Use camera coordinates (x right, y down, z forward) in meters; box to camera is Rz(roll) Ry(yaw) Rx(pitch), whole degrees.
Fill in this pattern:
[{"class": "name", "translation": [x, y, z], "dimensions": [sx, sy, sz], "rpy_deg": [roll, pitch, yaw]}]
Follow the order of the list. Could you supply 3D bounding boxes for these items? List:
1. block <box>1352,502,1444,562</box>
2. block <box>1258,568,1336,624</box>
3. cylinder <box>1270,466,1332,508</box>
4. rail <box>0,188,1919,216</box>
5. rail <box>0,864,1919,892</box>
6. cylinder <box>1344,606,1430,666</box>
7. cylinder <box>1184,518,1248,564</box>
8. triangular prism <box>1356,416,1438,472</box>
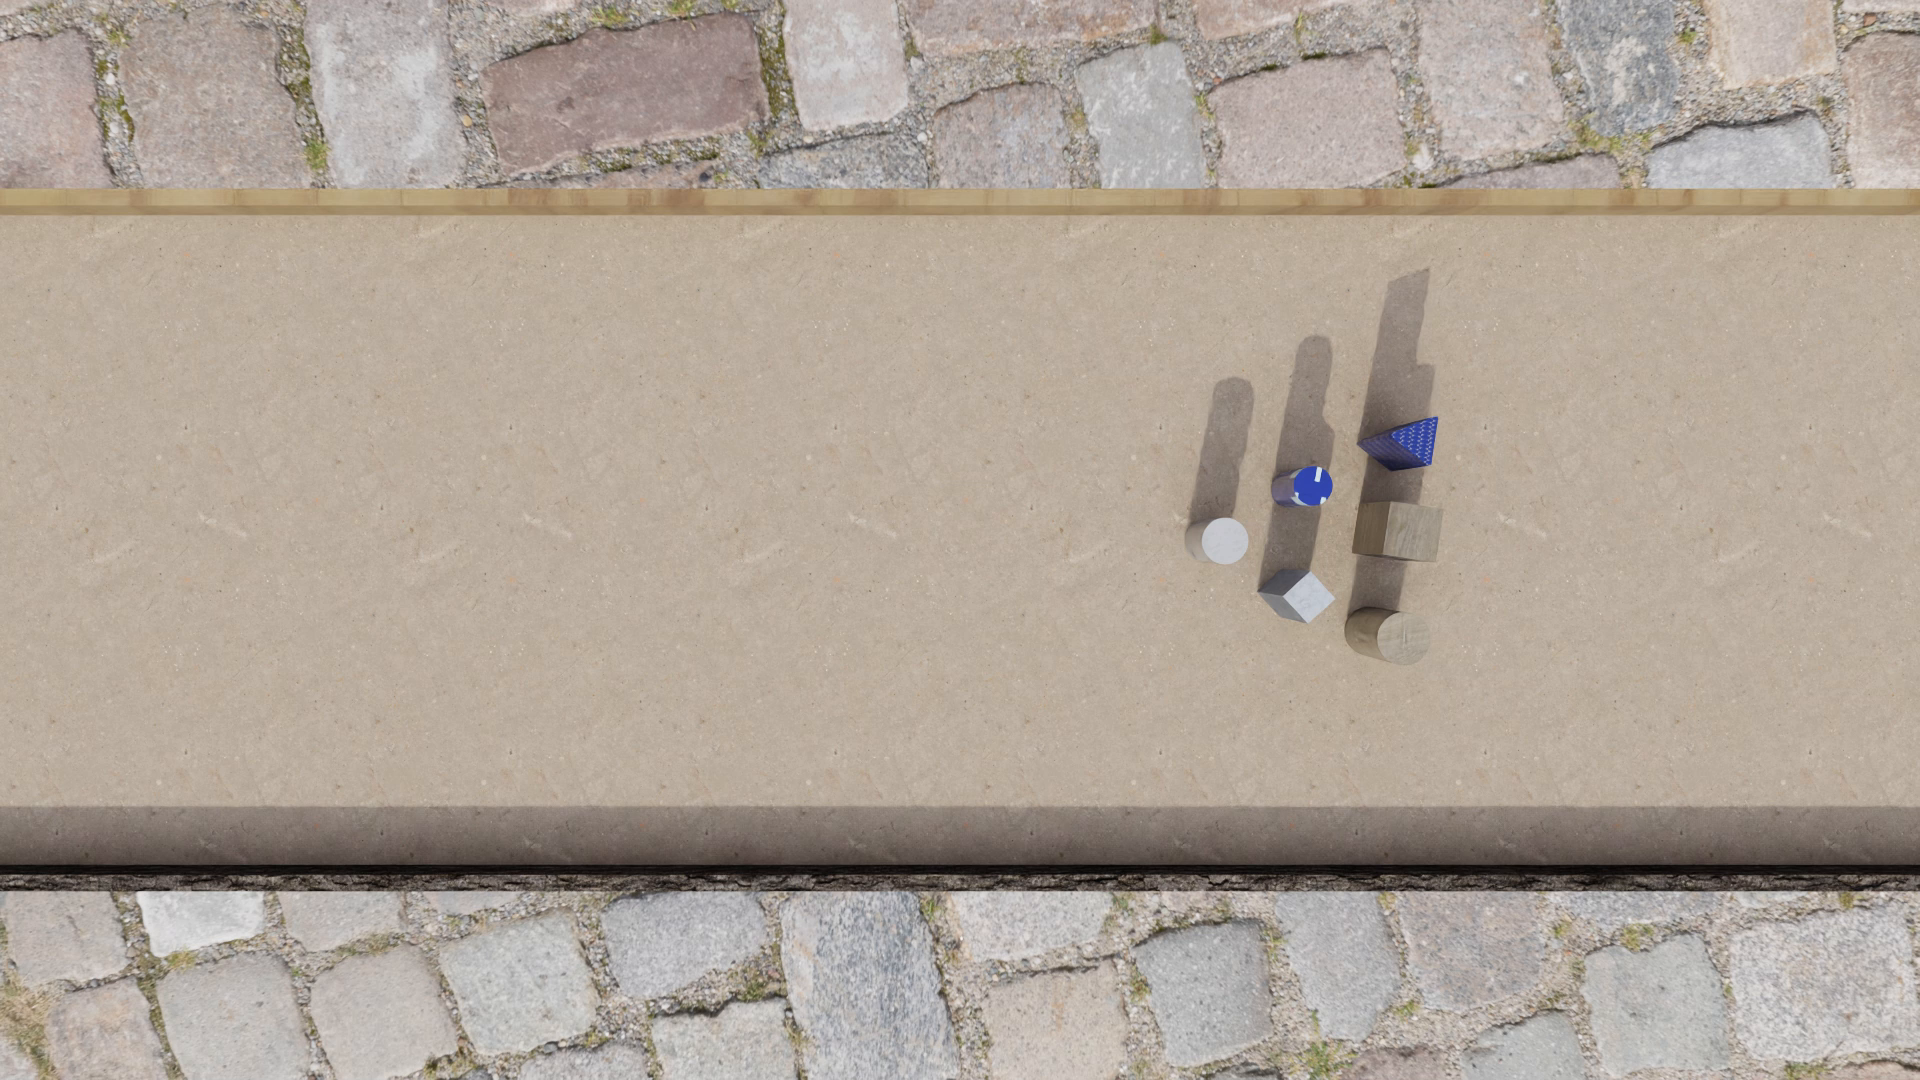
[{"class": "block", "translation": [1.292, -0.023, 4.889], "dimensions": [0.153, 0.374, 0.153], "rpy_deg": [9, 90, 0]}, {"class": "block", "translation": [0.988, 0.162, 4.871], "dimensions": [0.106, 0.411, 0.106], "rpy_deg": [-42, 90, 0]}, {"class": "cylinder", "translation": [1.013, -0.155, 4.902], "dimensions": [0.112, 0.348, 0.112], "rpy_deg": [0, 90, 0]}, {"class": "rail", "translation": [-2.247, -1.025, 5.002], "dimensions": [12.000, 0.150, 0.050], "rpy_deg": [0, 90, 0]}, {"class": "rail", "translation": [-2.247, 1.025, 5.001], "dimensions": [12.000, 0.150, 0.050], "rpy_deg": [0, 90, 0]}, {"class": "cylinder", "translation": [1.259, 0.280, 4.877], "dimensions": [0.152, 0.399, 0.152], "rpy_deg": [0, 90, 0]}, {"class": "cylinder", "translation": [0.758, 0.003, 4.894], "dimensions": [0.133, 0.366, 0.133], "rpy_deg": [0, 90, 0]}, {"class": "triangular prism", "translation": [1.314, -0.302, 4.874], "dimensions": [0.140, 0.405, 0.122], "rpy_deg": [39, 90, 0]}]
